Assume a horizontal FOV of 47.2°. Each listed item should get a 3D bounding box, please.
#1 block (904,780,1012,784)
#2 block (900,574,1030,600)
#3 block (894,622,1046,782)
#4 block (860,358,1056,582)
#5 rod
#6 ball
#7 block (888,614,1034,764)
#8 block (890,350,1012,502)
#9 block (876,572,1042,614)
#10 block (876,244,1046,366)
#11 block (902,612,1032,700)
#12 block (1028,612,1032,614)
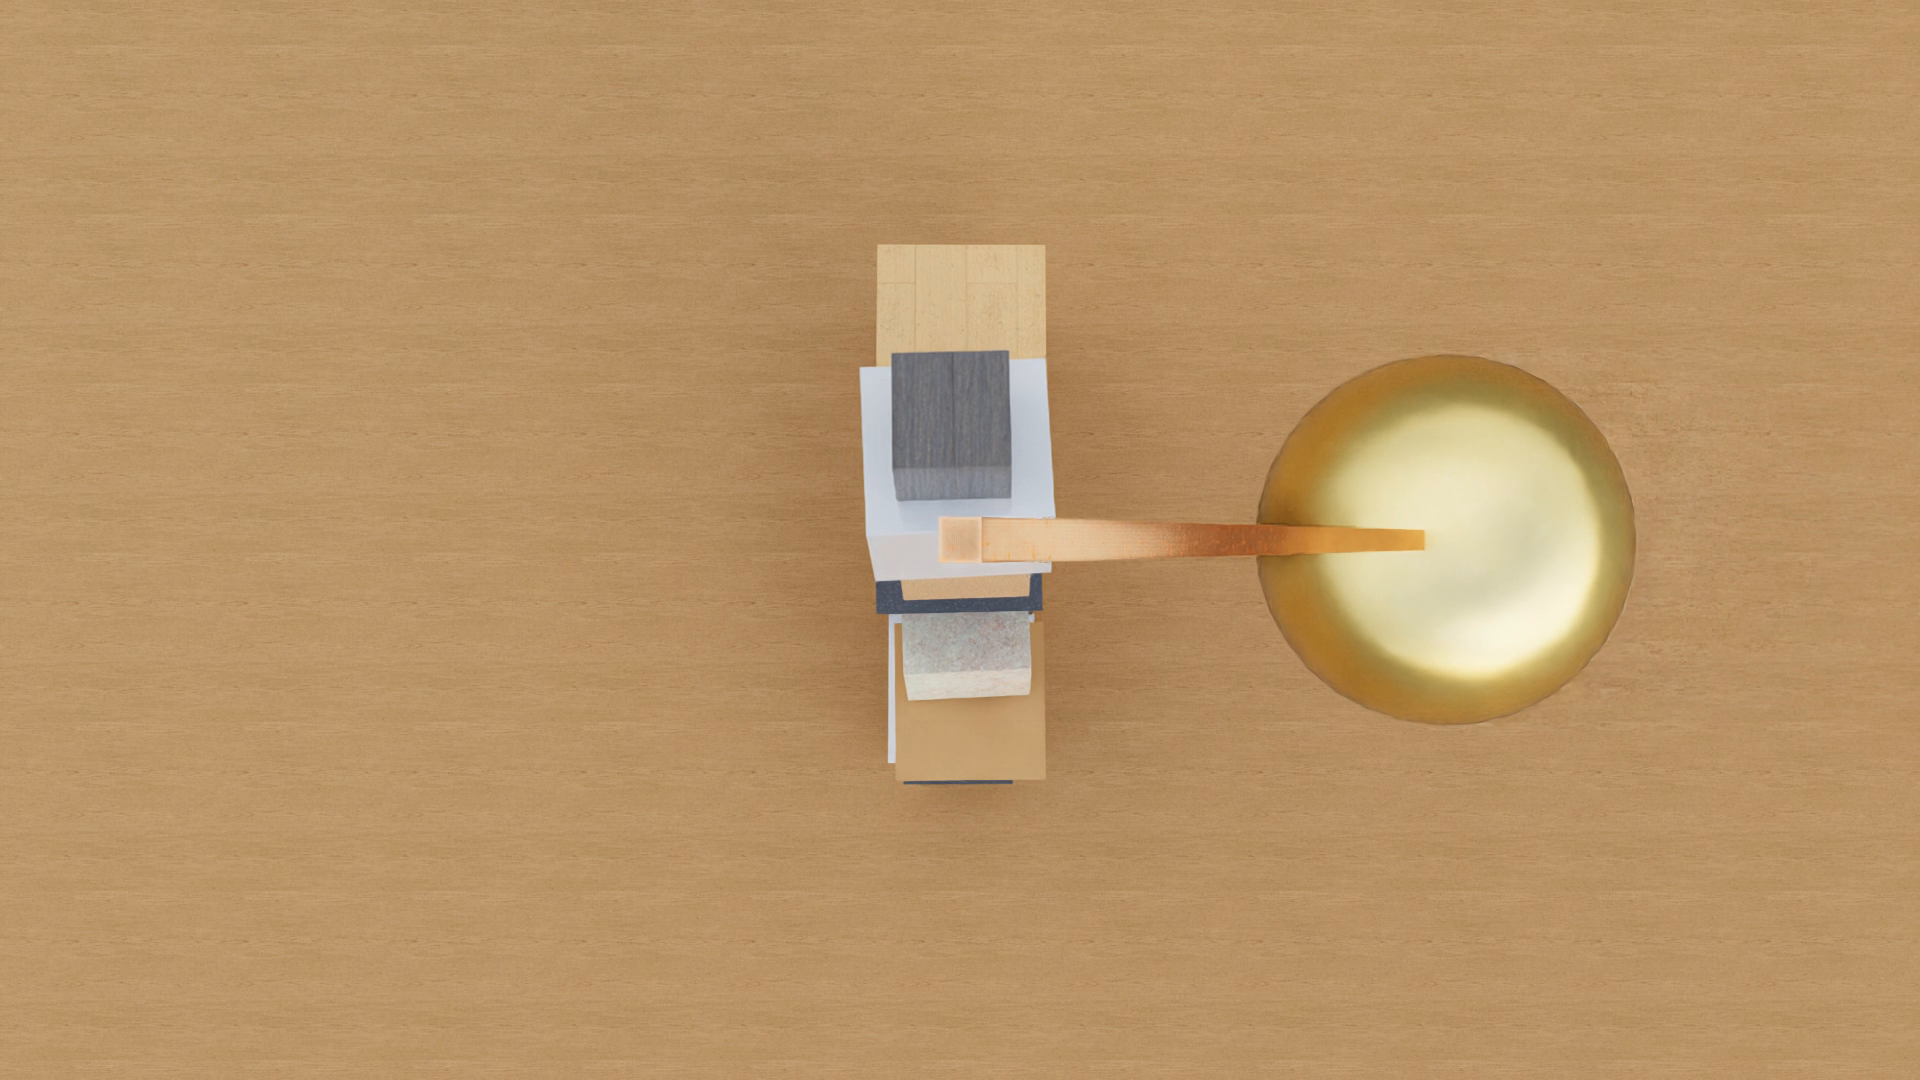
[{"bbox_3d":[-0.012,1.034,12.641,0.613,0.718,0.659,0,90,0],"label":"block"},{"bbox_3d":[0.016,-0.093,9.221,0.537,0.579,0.550,-2,74,0],"label":"block"},{"bbox_3d":[0.049,0.810,11.144,0.731,0.816,0.767,-1,87,0],"label":"block"},{"bbox_3d":[-0.007,-0.264,8.620,0.708,0.671,0.670,-3,74,0],"label":"block"},{"bbox_3d":[0.899,0.000,6.268,0.080,5.200,0.080,0,90,20],"label":"rod"},{"bbox_3d":[2.074,0.000,9.458,1.600,1.600,1.600,0,90,0],"label":"ball"},{"bbox_3d":[0.009,0.798,11.915,0.767,0.723,0.788,0,87,0],"label":"block"},{"bbox_3d":[-0.030,-0.417,8.103,0.429,0.407,0.440,-1,74,0],"label":"block"},{"bbox_3d":[-0.008,-0.007,9.864,0.724,0.581,0.647,-1,90,0],"label":"block"},{"bbox_3d":[0.006,-0.995,11.103,0.825,0.737,0.771,0,77,0],"label":"block"},{"bbox_3d":[0.027,0.425,10.437,0.587,0.603,0.535,-3,75,0],"label":"block"},{"bbox_3d":[-0.018,-0.001,11.784,0.792,0.825,0.769,0,90,0],"label":"block"}]
